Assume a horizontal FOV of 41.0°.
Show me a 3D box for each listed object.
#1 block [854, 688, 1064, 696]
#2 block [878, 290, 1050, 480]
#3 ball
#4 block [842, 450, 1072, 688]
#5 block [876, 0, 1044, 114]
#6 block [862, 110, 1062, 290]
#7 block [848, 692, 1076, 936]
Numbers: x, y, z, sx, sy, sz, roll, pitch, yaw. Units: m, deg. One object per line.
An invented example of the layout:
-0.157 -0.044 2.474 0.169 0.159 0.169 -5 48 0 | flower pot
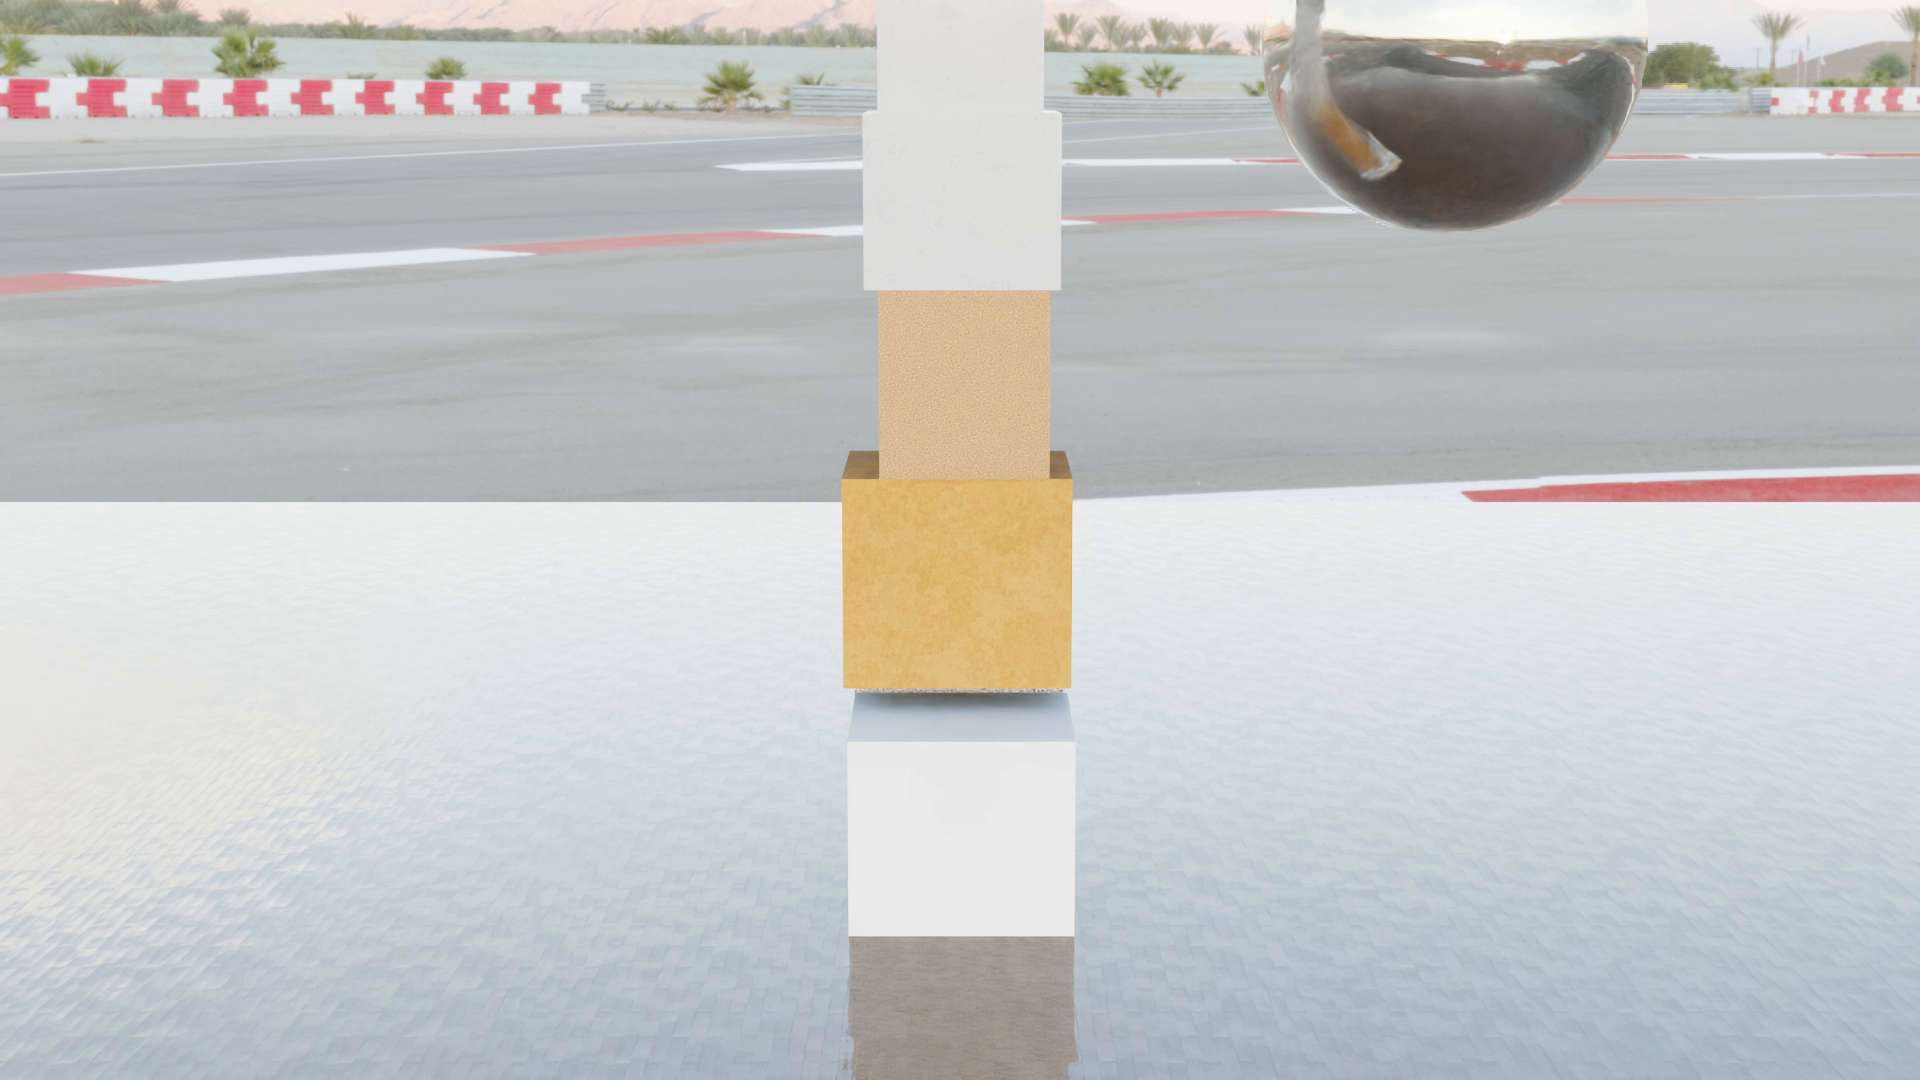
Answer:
-0.005 0.940 11.784 0.915 0.935 0.913 0 10 0 | block
0.019 -0.715 11.050 0.710 0.786 0.845 0 10 0 | block
2.074 -2.093 10.800 1.600 1.600 1.600 0 10 0 | ball
-0.012 0.114 11.201 0.967 0.898 0.824 0 10 0 | block
0.002 -2.165 10.787 0.680 0.719 0.689 0 10 0 | block
0.009 -1.457 10.915 0.813 0.721 0.806 0 10 0 | block
0.006 1.152 10.921 0.930 0.826 0.843 0 10 0 | block
